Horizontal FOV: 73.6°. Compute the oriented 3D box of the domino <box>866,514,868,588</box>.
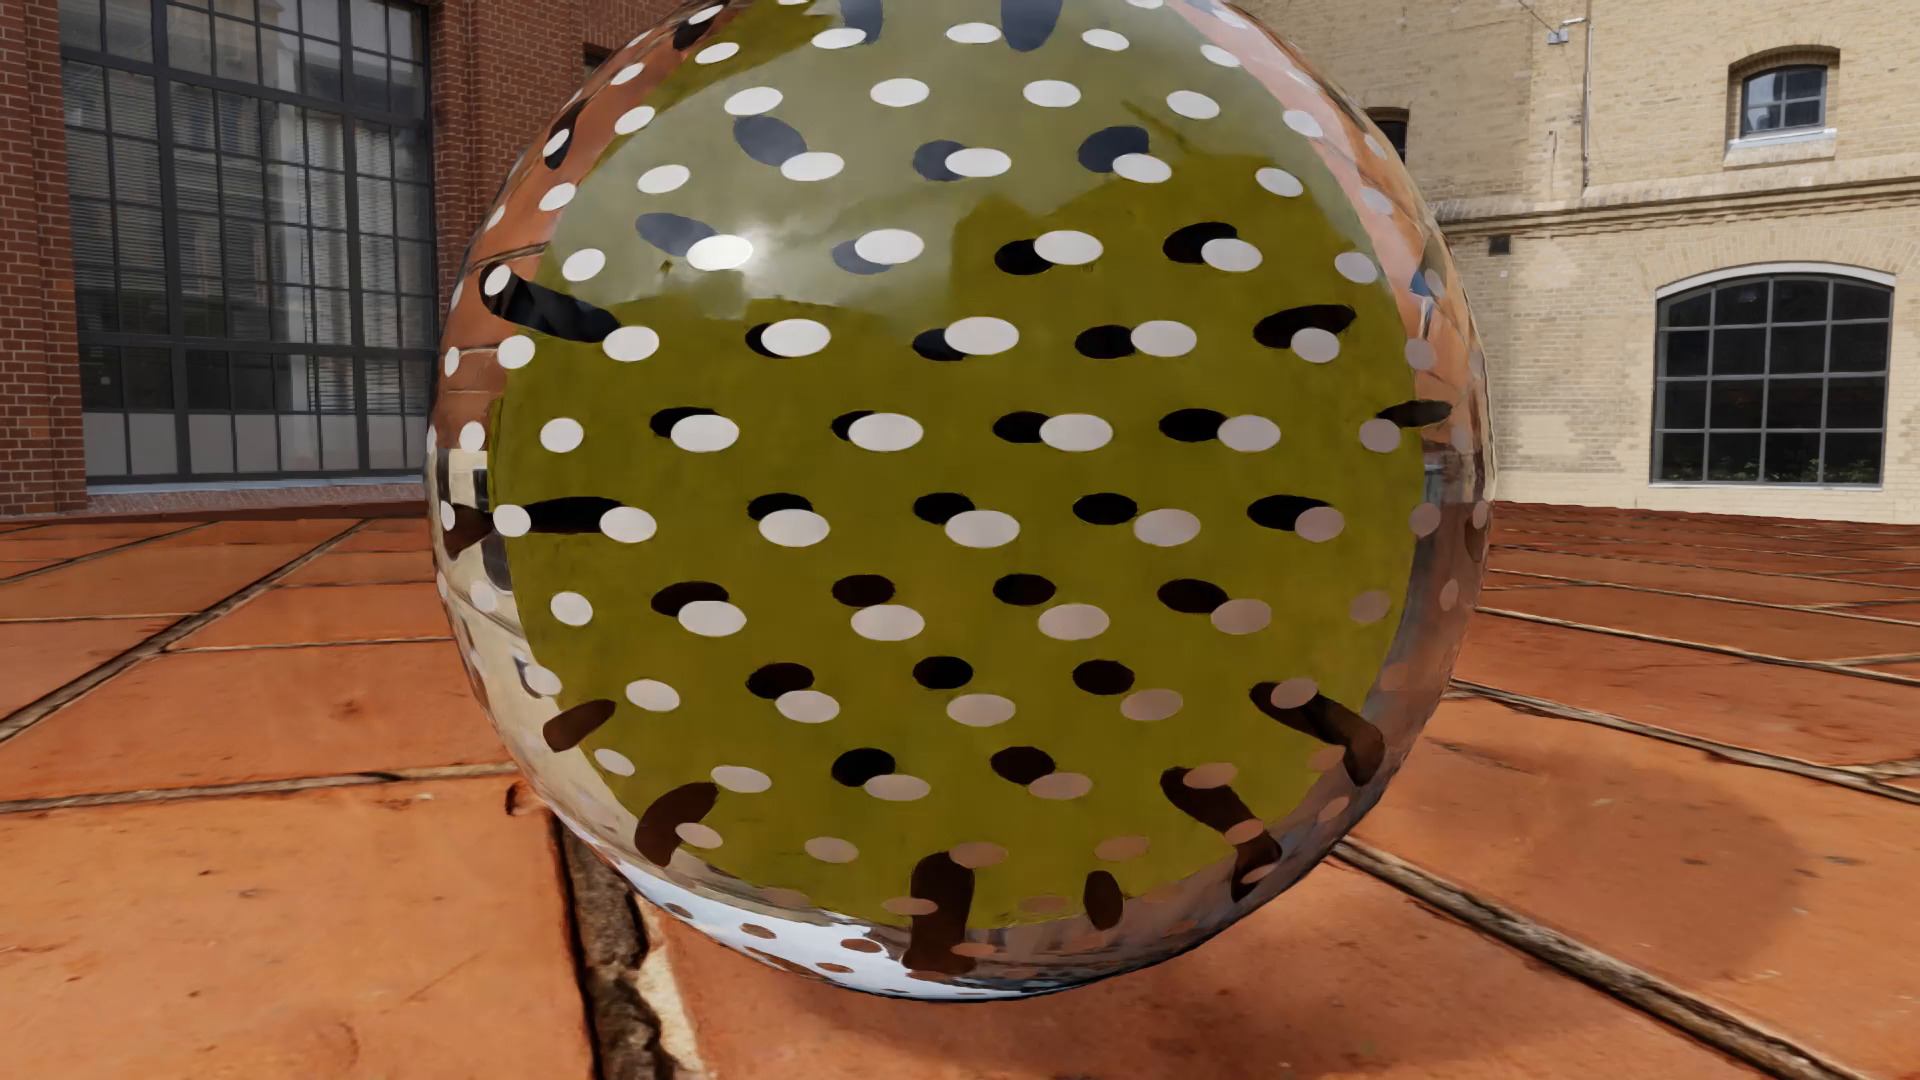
[{"bbox_3d":[-0.012,-0.008,0.341,0.025,0.050,0.010,-1,4,-7],"label":"domino"}]

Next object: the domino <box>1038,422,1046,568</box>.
[{"bbox_3d":[0.021,-0.016,0.451,0.009,0.050,0.025,-1,4,-16],"label":"domino"}]

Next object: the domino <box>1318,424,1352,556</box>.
[{"bbox_3d":[0.146,-0.020,0.499,0.009,0.050,0.025,1,4,10],"label":"domino"}]

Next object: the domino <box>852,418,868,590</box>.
[{"bbox_3d":[-0.019,-0.011,0.377,0.025,0.050,0.010,-1,4,-8],"label":"domino"}]

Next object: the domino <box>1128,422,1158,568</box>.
[{"bbox_3d":[0.064,-0.016,0.450,0.009,0.050,0.025,1,4,7],"label":"domino"}]

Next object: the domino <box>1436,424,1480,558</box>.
[{"bbox_3d":[0.190,-0.019,0.491,0.009,0.050,0.025,1,4,9],"label":"domino"}]

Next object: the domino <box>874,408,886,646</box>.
[{"bbox_3d":[-0.006,-0.003,0.276,0.025,0.050,0.009,-1,4,-11],"label":"domino"}]

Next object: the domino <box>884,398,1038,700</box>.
[{"bbox_3d":[0.000,0.001,0.216,0.025,0.050,0.009,0,4,1],"label":"domino"}]

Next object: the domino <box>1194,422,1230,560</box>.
[{"bbox_3d":[0.100,-0.018,0.475,0.025,0.050,0.010,-3,5,-31],"label":"domino"}]

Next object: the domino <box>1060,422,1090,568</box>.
[{"bbox_3d":[0.040,-0.016,0.453,0.009,0.050,0.025,0,4,3],"label":"domino"}]

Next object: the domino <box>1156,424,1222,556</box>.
[{"bbox_3d":[0.087,-0.020,0.496,0.025,0.050,0.009,-1,4,-13],"label":"domino"}]

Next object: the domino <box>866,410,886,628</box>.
[{"bbox_3d":[-0.009,-0.005,0.300,0.025,0.050,0.010,0,4,-5],"label":"domino"}]

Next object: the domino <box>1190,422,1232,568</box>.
[{"bbox_3d":[0.087,-0.016,0.448,0.009,0.050,0.025,0,4,3],"label":"domino"}]

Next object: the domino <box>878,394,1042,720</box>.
[{"bbox_3d":[0.000,0.002,0.201,0.025,0.050,0.009,0,4,0],"label":"domino"}]

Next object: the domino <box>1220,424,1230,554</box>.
[{"bbox_3d":[0.103,-0.020,0.505,0.009,0.050,0.025,-1,4,-13],"label":"domino"}]

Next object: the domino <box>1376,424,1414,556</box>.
[{"bbox_3d":[0.167,-0.020,0.495,0.009,0.050,0.025,1,4,11],"label":"domino"}]

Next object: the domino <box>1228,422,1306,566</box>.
[{"bbox_3d":[0.109,-0.017,0.454,0.025,0.050,0.009,1,4,7],"label":"domino"}]

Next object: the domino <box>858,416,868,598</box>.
[{"bbox_3d":[-0.015,-0.009,0.359,0.025,0.050,0.009,-1,4,-12],"label":"domino"}]

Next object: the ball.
[{"bbox_3d":[0.000,-0.005,0.103,0.080,0.080,0.080,0,4,0],"label":"ball"}]
